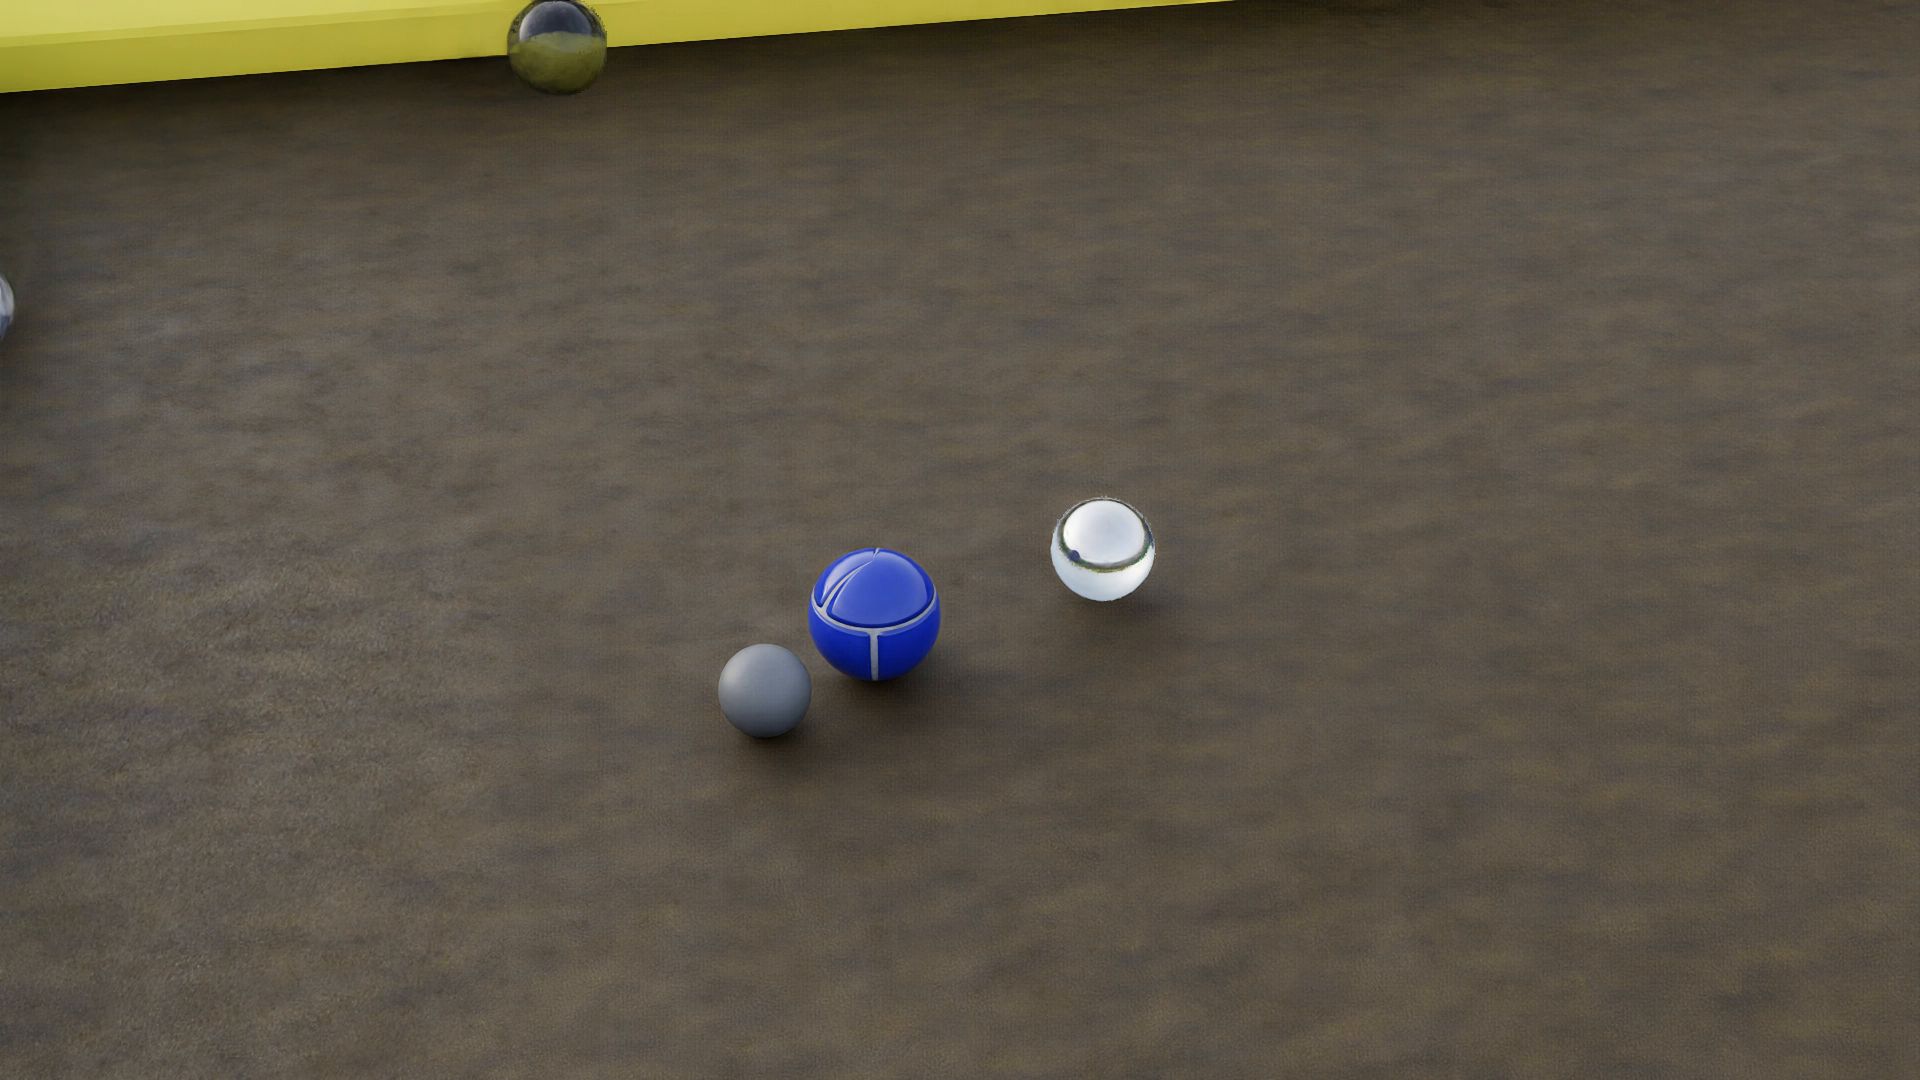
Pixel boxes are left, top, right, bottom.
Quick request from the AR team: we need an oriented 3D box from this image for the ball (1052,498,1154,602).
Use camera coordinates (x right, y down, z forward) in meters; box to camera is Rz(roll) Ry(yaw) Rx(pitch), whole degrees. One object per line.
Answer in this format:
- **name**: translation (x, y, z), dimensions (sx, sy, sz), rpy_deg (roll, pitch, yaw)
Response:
- **ball**: translation (0.090, 0.006, 1.615), dimensions (0.065, 0.065, 0.065), rpy_deg (0, 36, 0)

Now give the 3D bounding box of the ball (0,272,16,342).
- **ball**: translation (-0.721, -0.169, 1.847), dimensions (0.076, 0.076, 0.076), rpy_deg (0, 36, 0)

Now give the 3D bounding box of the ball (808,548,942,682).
- **ball**: translation (-0.052, 0.045, 1.548), dimensions (0.081, 0.081, 0.081), rpy_deg (0, 36, 0)

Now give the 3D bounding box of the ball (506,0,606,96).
- **ball**: translation (-0.344, -0.422, 2.191), dimensions (0.084, 0.084, 0.084), rpy_deg (0, 36, 0)

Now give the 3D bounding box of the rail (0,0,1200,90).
- **rail**: translation (0.580, -0.573, 2.360), dimensions (2.943, 0.128, 0.045), rpy_deg (-6, 36, -8)

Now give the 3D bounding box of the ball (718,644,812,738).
- **ball**: translation (-0.115, 0.089, 1.509), dimensions (0.055, 0.055, 0.055), rpy_deg (0, 36, 0)
